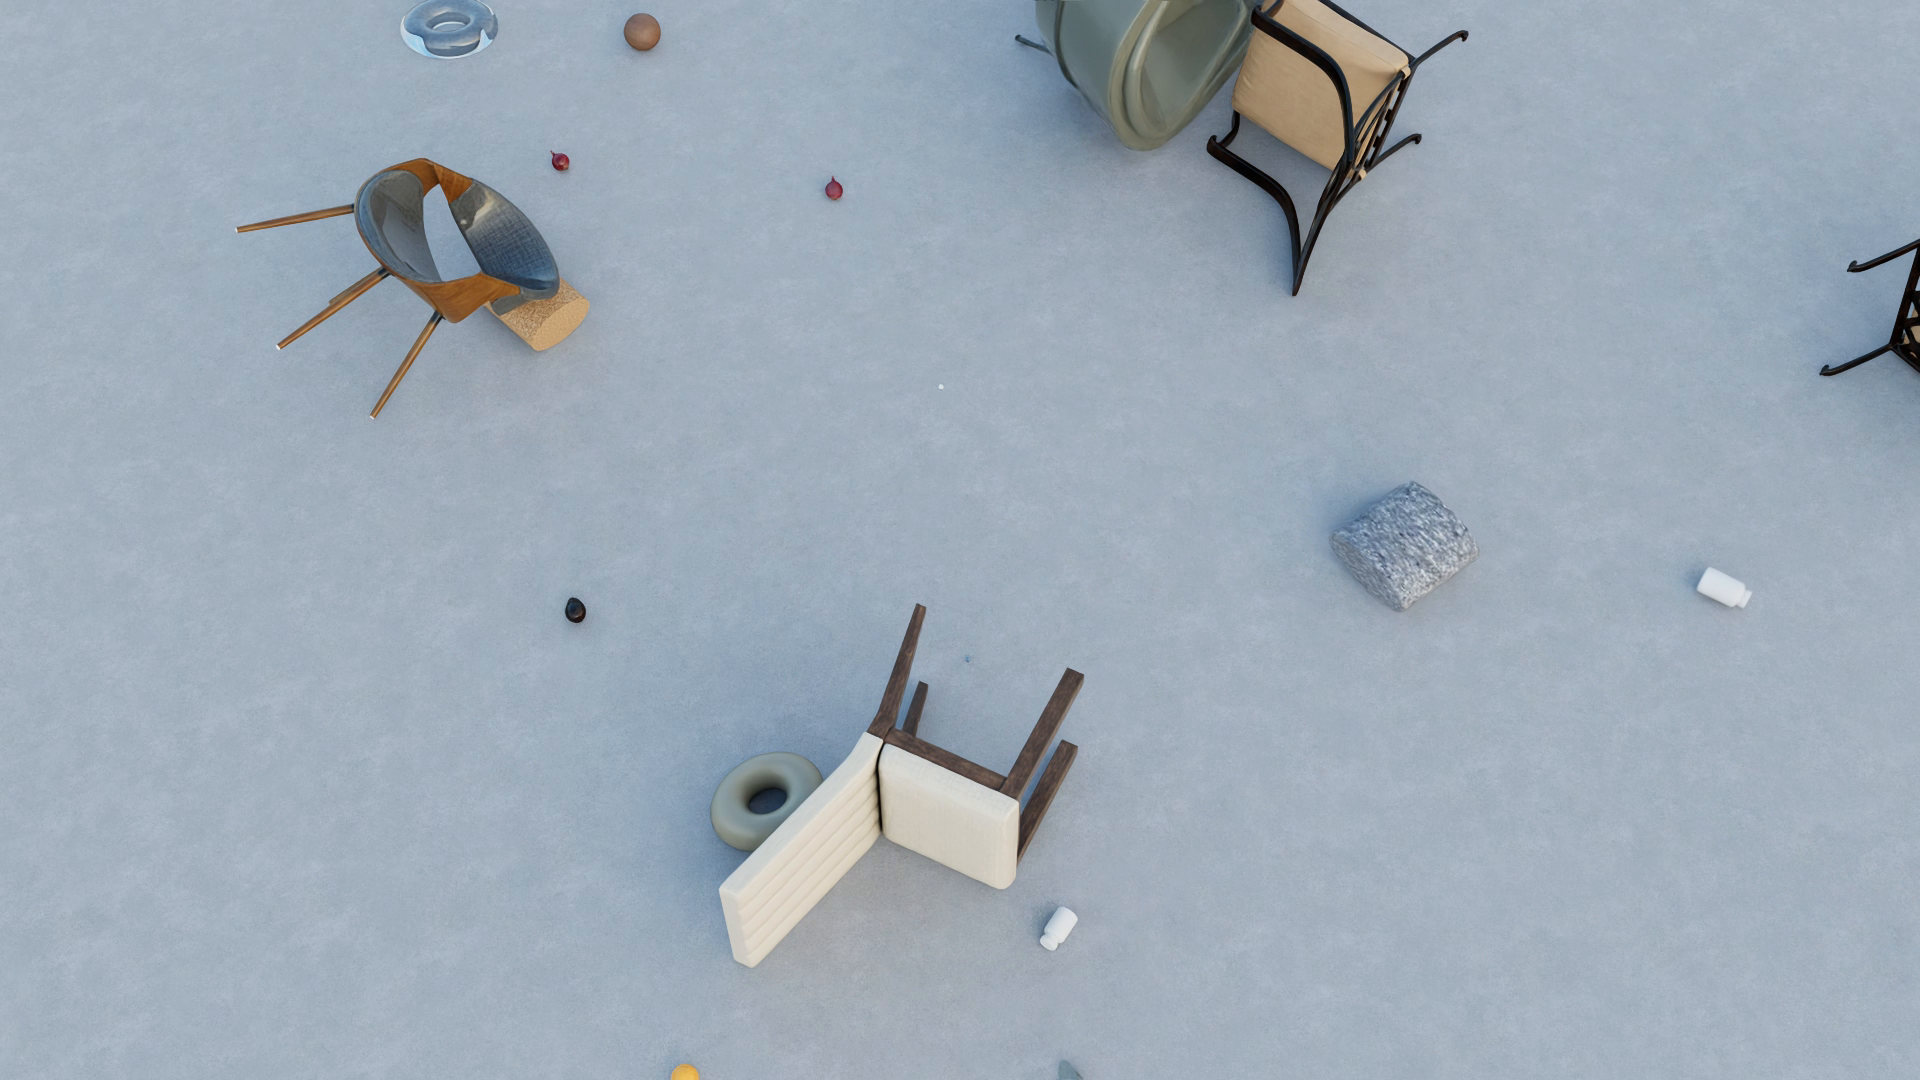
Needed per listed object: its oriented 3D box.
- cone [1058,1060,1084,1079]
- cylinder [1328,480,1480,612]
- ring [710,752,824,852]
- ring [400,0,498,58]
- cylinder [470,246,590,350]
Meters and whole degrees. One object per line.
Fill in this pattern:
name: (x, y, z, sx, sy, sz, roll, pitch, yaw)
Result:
cone: (0.302, 1.388, 5.625, 0.052, 0.070, 0.127, 5, 50, -39)
cylinder: (1.310, 0.014, 6.484, 0.314, 0.133, 0.319, -33, 65, -20)
ring: (-0.526, 0.715, 6.016, 0.330, 0.133, 0.262, -28, 62, -17)
ring: (-1.793, -1.801, 7.723, 0.342, 0.100, 0.272, -3, 55, -3)
cylinder: (-1.370, -0.772, 7.007, 0.312, 0.141, 0.235, 40, 70, 23)
